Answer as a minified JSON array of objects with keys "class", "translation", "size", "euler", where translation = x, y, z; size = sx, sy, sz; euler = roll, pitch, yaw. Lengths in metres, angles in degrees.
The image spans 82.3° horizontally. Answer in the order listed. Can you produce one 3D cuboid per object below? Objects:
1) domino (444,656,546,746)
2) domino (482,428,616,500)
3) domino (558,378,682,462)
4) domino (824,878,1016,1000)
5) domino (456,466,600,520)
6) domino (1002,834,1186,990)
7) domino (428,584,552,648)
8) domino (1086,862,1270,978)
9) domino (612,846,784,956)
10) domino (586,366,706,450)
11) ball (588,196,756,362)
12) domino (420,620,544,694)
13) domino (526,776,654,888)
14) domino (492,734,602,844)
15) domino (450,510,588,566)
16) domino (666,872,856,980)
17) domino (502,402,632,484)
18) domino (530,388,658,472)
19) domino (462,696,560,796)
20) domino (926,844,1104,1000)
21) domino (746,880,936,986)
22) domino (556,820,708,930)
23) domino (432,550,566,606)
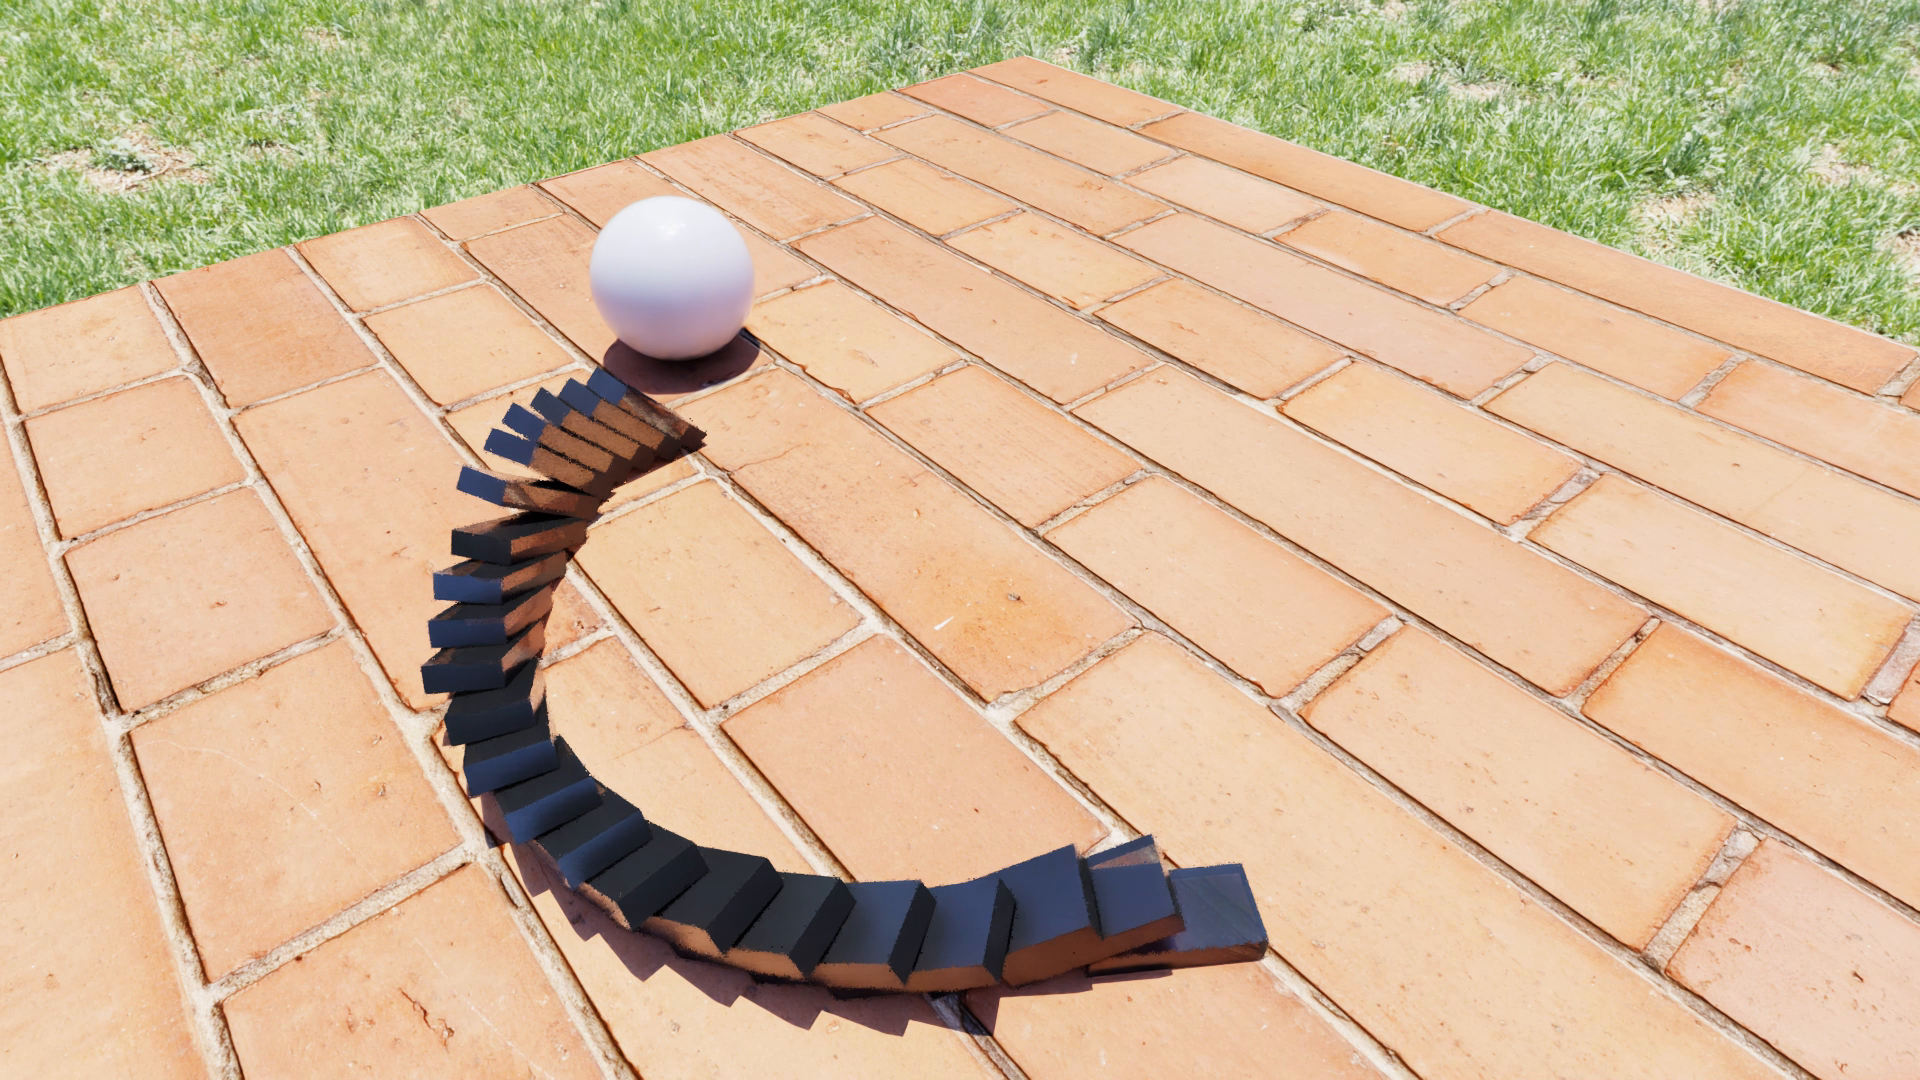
[{"class":"domino","translation":[-0.152,0.052,0.362],"size":[0.025,0.009,0.050],"euler":[-13,12,-15]},{"class":"domino","translation":[-0.168,-0.030,0.453],"size":[0.025,0.050,0.010],"euler":[19,83,21]},{"class":"domino","translation":[-0.147,-0.052,0.480],"size":[0.025,0.050,0.010],"euler":[33,90,33]},{"class":"domino","translation":[-0.011,0.107,0.295],"size":[0.050,0.010,0.025],"euler":[-17,33,26]},{"class":"domino","translation":[-0.172,-0.019,0.442],"size":[0.025,0.010,0.050],"euler":[18,3,24]},{"class":"domino","translation":[0.034,0.102,0.303],"size":[0.050,0.010,0.025],"euler":[-23,38,10]},{"class":"domino","translation":[-0.167,0.026,0.393],"size":[0.025,0.009,0.050],"euler":[-2,11,-3]},{"class":"domino","translation":[0.059,0.107,0.312],"size":[0.050,0.010,0.025],"euler":[-4,39,-5]},{"class":"domino","translation":[-0.075,0.098,0.306],"size":[0.050,0.009,0.025],"euler":[-6,29,41]},{"class":"domino","translation":[-0.138,-0.057,0.486],"size":[0.025,0.050,0.009],"euler":[33,90,33]},{"class":"ball","translation":[-0.142,-0.129,0.545],"size":[0.080,0.080,0.080],"euler":[0,39,0]},{"class":"domino","translation":[-0.162,0.039,0.377],"size":[0.025,0.010,0.050],"euler":[-5,11,-6]},{"class":"domino","translation":[-0.112,0.084,0.323],"size":[0.025,0.009,0.050],"euler":[-30,19,-31]},{"class":"domino","translation":[-0.128,0.075,0.334],"size":[0.025,0.010,0.050],"euler":[-24,16,-26]},{"class":"domino","translation":[-0.170,-0.002,0.428],"size":[0.025,0.010,0.050],"euler":[10,12,11]},{"class":"domino","translation":[-0.055,0.103,0.300],"size":[0.050,0.009,0.025],"euler":[-8,30,37]},{"class":"domino","translation":[-0.165,-0.040,0.465],"size":[0.025,0.050,0.009],"euler":[29,88,30]},{"class":"domino","translation":[-0.157,-0.047,0.473],"size":[0.025,0.050,0.009],"euler":[33,90,34]},{"class":"domino","translation":[-0.142,0.064,0.347],"size":[0.025,0.009,0.050],"euler":[-17,14,-19]},{"class":"domino","translation":[0.012,0.104,0.300],"size":[0.050,0.010,0.025],"euler":[-24,38,13]},{"class":"domino","translation":[-0.033,0.106,0.296],"size":[0.050,0.010,0.025],"euler":[-13,32,31]},{"class":"domino","translation":[-0.095,0.092,0.313],"size":[0.025,0.009,0.050],"euler":[-35,22,-35]},{"class":"domino","translation":[-0.170,0.013,0.410],"size":[0.025,0.010,0.050],"euler":[4,11,5]}]
